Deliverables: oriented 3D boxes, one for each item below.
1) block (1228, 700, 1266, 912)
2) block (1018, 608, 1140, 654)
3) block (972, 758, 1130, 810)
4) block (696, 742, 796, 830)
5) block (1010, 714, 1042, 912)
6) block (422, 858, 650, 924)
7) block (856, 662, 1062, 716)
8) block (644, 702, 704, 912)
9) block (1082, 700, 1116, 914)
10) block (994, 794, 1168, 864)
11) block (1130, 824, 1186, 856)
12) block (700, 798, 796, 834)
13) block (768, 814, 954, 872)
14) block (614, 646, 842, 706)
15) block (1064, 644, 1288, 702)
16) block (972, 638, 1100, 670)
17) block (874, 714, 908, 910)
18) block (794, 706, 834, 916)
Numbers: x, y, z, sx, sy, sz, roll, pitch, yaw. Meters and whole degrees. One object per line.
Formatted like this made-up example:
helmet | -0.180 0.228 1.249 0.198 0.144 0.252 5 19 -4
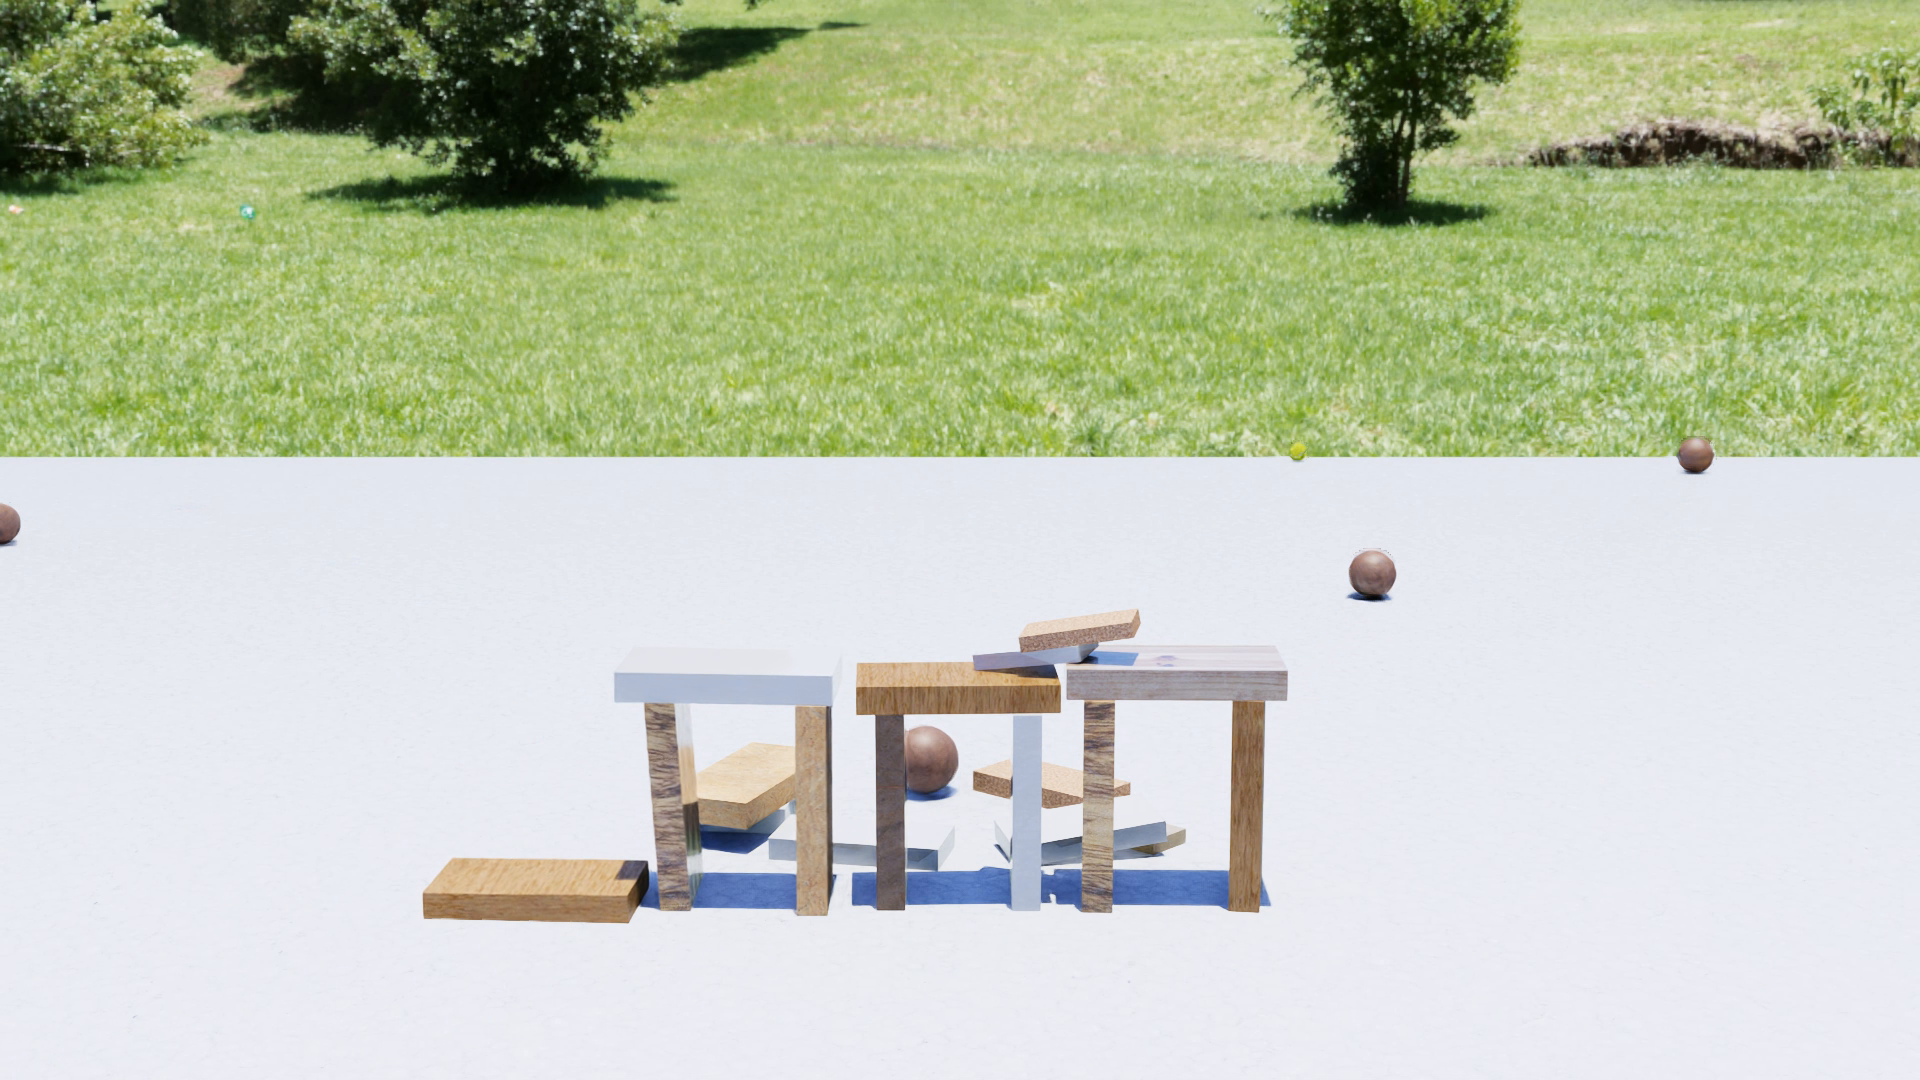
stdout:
block | 0.475 0.416 3.635 0.050 0.354 0.177 1 11 9
block | 0.196 0.148 3.593 0.187 0.027 0.094 -8 10 13
block | 0.174 0.471 4.204 0.275 0.039 0.138 9 14 40
block | -0.387 0.448 4.043 0.167 0.047 0.358 4 11 21
block | 0.108 0.428 3.637 0.047 0.329 0.165 0 11 0
block | -0.694 0.575 3.618 0.335 0.047 0.167 0 12 4
block | -0.005 0.242 3.610 0.329 0.047 0.165 0 11 -2
block | -0.472 0.416 3.639 0.050 0.350 0.175 -3 10 1
block | 0.229 0.417 3.632 0.050 0.354 0.177 1 11 4
block | 0.211 0.512 3.881 0.275 0.039 0.138 -8 16 -12
block | 0.303 0.523 3.957 0.187 0.027 0.094 10 14 42
block | -0.378 0.477 4.148 0.167 0.047 0.335 1 11 7
block | -0.172 0.532 3.873 0.303 0.039 0.138 2 11 12
block | -0.374 0.222 3.590 0.350 0.050 0.175 1 11 2
block | 0.349 0.217 3.605 0.354 0.050 0.177 0 11 1
block | 0.125 0.182 3.628 0.187 0.027 0.094 -6 11 24
block | -0.113 0.428 3.638 0.047 0.329 0.165 0 11 0
block | -0.239 0.421 3.618 0.050 0.350 0.175 0 11 0
